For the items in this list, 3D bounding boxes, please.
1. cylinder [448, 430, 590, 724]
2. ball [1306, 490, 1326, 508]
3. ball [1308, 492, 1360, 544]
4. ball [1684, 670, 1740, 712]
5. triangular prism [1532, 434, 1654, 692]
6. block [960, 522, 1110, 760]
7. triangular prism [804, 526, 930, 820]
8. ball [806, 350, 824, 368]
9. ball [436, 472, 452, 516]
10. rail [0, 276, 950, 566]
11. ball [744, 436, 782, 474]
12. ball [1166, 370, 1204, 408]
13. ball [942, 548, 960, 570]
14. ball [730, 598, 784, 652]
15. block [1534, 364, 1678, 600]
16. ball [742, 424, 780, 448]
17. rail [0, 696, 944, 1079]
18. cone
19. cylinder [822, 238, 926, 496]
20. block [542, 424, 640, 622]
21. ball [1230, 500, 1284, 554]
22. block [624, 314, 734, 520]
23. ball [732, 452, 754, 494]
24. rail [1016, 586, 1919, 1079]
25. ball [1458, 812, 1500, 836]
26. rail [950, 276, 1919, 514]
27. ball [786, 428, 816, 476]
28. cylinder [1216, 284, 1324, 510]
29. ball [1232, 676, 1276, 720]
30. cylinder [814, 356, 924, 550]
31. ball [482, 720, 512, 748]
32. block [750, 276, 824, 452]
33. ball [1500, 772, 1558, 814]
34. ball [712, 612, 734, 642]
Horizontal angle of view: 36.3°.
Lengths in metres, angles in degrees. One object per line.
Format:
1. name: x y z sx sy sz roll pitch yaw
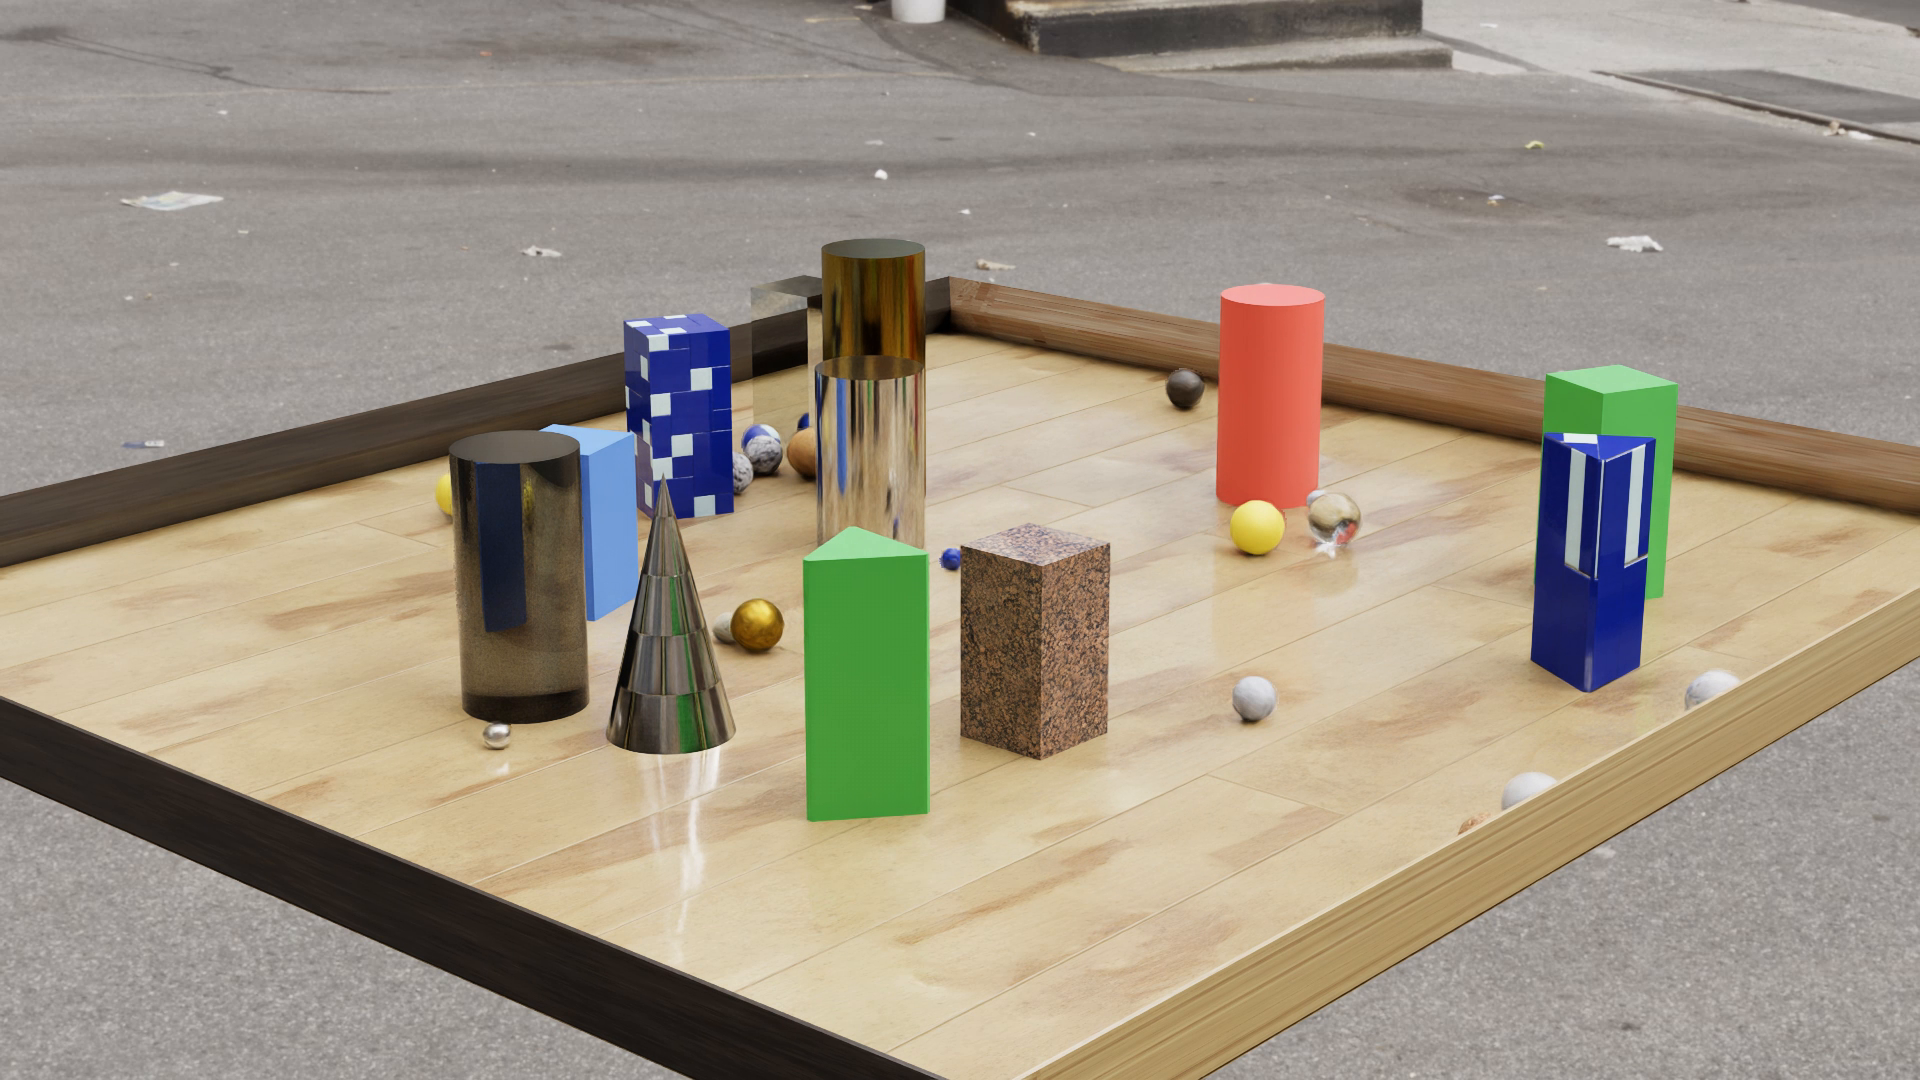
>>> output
1. cylinder: -0.682 0.056 4.549 0.199 0.416 0.199 0 17 0
2. ball: 0.686 -0.073 5.613 0.048 0.048 0.048 0 17 0
3. ball: 0.692 -0.041 5.420 0.098 0.098 0.098 0 17 0
4. ball: 1.154 0.247 4.470 0.095 0.095 0.095 0 17 0
5. triangular prism: 0.993 0.026 4.704 0.149 0.383 0.172 14 22 38
6. block: 0.113 0.151 4.428 0.159 0.304 0.159 14 22 39
7. triangular prism: -0.141 0.186 4.168 0.172 0.385 0.149 -3 17 -10
8. ball: -0.332 -0.417 6.758 0.046 0.046 0.046 0 17 0
9. ball: -0.955 -0.089 5.596 0.088 0.088 0.088 0 17 0
10. rail: -1.048 -0.230 5.991 0.045 0.129 3.170 14 22 39
11. ball: -0.395 -0.171 5.887 0.079 0.079 0.079 0 17 0
12. ball: 0.492 -0.329 6.405 0.082 0.082 0.082 0 17 0
13. ball: -0.014 0.034 5.272 0.040 0.040 0.040 0 17 0
14. ball: -0.334 0.141 4.836 0.088 0.088 0.088 0 17 0
15. block: 1.123 -0.094 5.105 0.159 0.383 0.159 -8 19 -25
16. ball: -0.404 -0.198 5.980 0.077 0.077 0.077 0 17 0
17. rail: -1.023 0.372 3.991 2.823 0.129 0.045 14 22 39
18. cone: -0.442 0.095 4.423 0.199 0.413 0.199 0 17 0
19. cylinder: -0.166 -0.324 5.680 0.199 0.490 0.199 0 17 0
20. block: -0.665 -0.031 5.051 0.159 0.293 0.159 7 18 21
21. ball: 0.543 -0.023 5.360 0.100 0.100 0.100 0 17 0
22. block: -0.539 -0.236 5.618 0.159 0.359 0.159 -7 18 -23
23. ball: -0.446 -0.132 5.752 0.082 0.082 0.082 0 17 0
24. rail: 1.048 0.295 4.249 0.045 0.129 3.170 14 22 39
25. ball: 0.713 0.407 3.967 0.079 0.079 0.079 0 17 0
26. rail: 1.023 -0.308 6.248 2.823 0.129 0.045 14 22 39
27. ball: -0.298 -0.175 5.867 0.098 0.098 0.098 0 17 0
28. cylinder: 0.601 -0.279 5.688 0.199 0.400 0.199 0 17 0
29. ball: 0.454 0.244 4.526 0.069 0.069 0.069 0 17 0
30. cylinder: -0.165 -0.152 5.376 0.199 0.337 0.199 0 17 0
31. ball: -0.696 0.293 4.409 0.042 0.042 0.042 0 17 0
32. block: -0.317 -0.361 6.071 0.159 0.336 0.159 14 22 38
33. ball: 0.797 0.368 4.074 0.092 0.092 0.092 0 17 0
34. ball: -0.387 0.145 4.887 0.050 0.050 0.050 0 17 0
